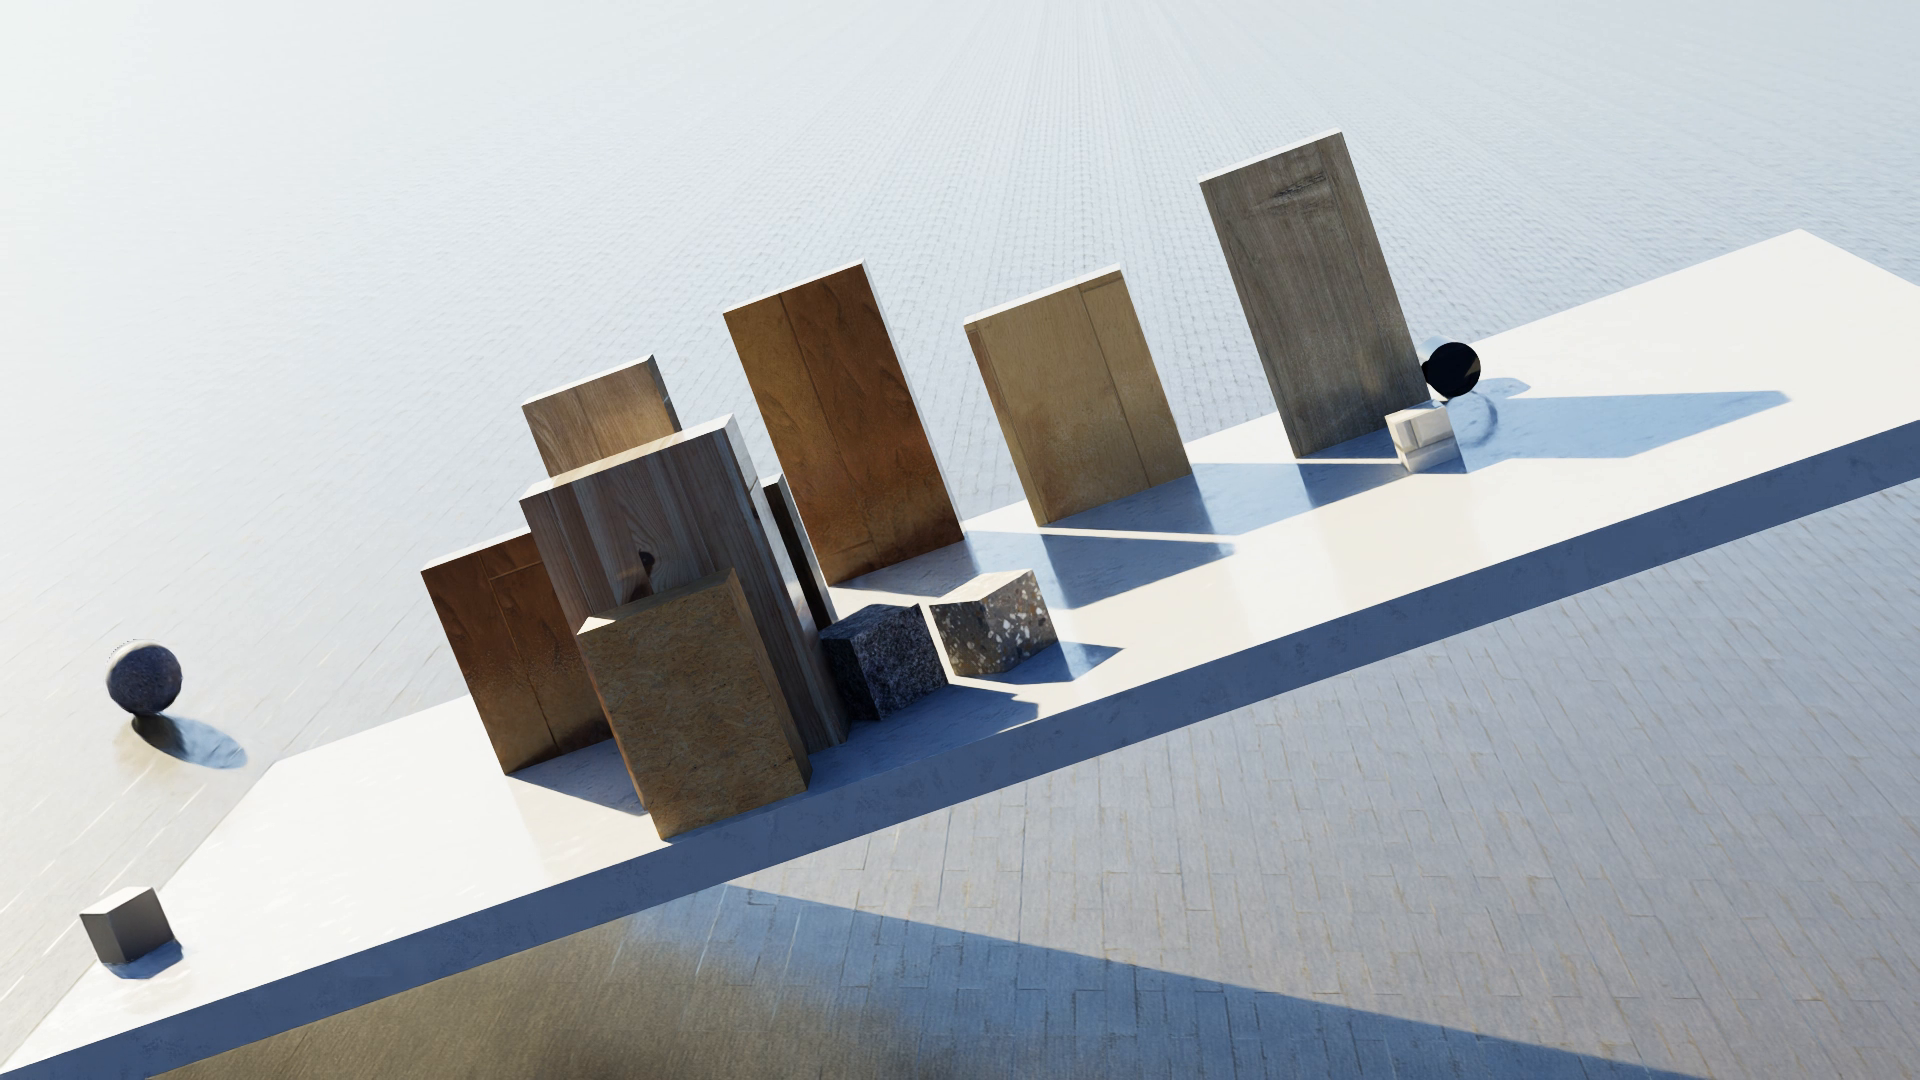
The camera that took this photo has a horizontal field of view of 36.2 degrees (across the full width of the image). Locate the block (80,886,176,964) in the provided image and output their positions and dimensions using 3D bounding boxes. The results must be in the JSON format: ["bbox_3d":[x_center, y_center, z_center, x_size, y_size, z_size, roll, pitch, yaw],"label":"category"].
[{"bbox_3d":[-1.717,0.795,6.064,0.117,0.117,0.117,-8,17,47],"label":"block"}]

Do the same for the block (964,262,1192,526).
[{"bbox_3d":[0.277,-0.339,6.883,0.385,0.508,0.122,-19,11,6],"label":"block"}]

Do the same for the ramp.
[{"bbox_3d":[0.115,0.177,6.298,4.000,0.100,2.000,-19,11,6],"label":"ramp"}]

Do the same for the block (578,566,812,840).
[{"bbox_3d":[-0.486,0.302,5.442,0.290,0.418,0.128,-19,11,6],"label":"block"}]

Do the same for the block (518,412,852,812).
[{"bbox_3d":[-0.523,0.140,5.672,0.419,0.652,0.149,-19,11,6],"label":"block"}]

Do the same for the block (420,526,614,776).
[{"bbox_3d":[-0.940,0.232,6.398,0.287,0.486,0.101,-19,11,6],"label":"block"}]

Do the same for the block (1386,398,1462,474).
[{"bbox_3d":[0.963,-0.217,6.117,0.110,0.110,0.110,-20,11,2],"label":"block"}]

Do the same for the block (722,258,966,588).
[{"bbox_3d":[-0.273,-0.280,7.061,0.353,0.708,0.103,-19,11,6],"label":"block"}]

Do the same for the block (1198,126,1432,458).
[{"bbox_3d":[0.797,-0.552,6.581,0.330,0.659,0.117,-19,11,6],"label":"block"}]

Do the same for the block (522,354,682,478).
[{"bbox_3d":[-0.631,0.025,6.095,0.277,0.771,0.090,-19,11,6],"label":"block"}]

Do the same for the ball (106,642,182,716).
[{"bbox_3d":[-2.281,0.387,8.225,0.207,0.207,0.207,0,13,0],"label":"ball"}]

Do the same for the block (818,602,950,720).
[{"bbox_3d":[-0.165,0.239,5.798,0.174,0.174,0.174,-28,13,-32],"label":"block"}]

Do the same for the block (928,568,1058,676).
[{"bbox_3d":[0.066,0.163,5.799,0.154,0.154,0.154,-29,14,-38],"label":"block"}]

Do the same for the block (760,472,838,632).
[{"bbox_3d":[-0.485,0.151,6.051,0.421,0.457,0.101,-19,11,6],"label":"block"}]
